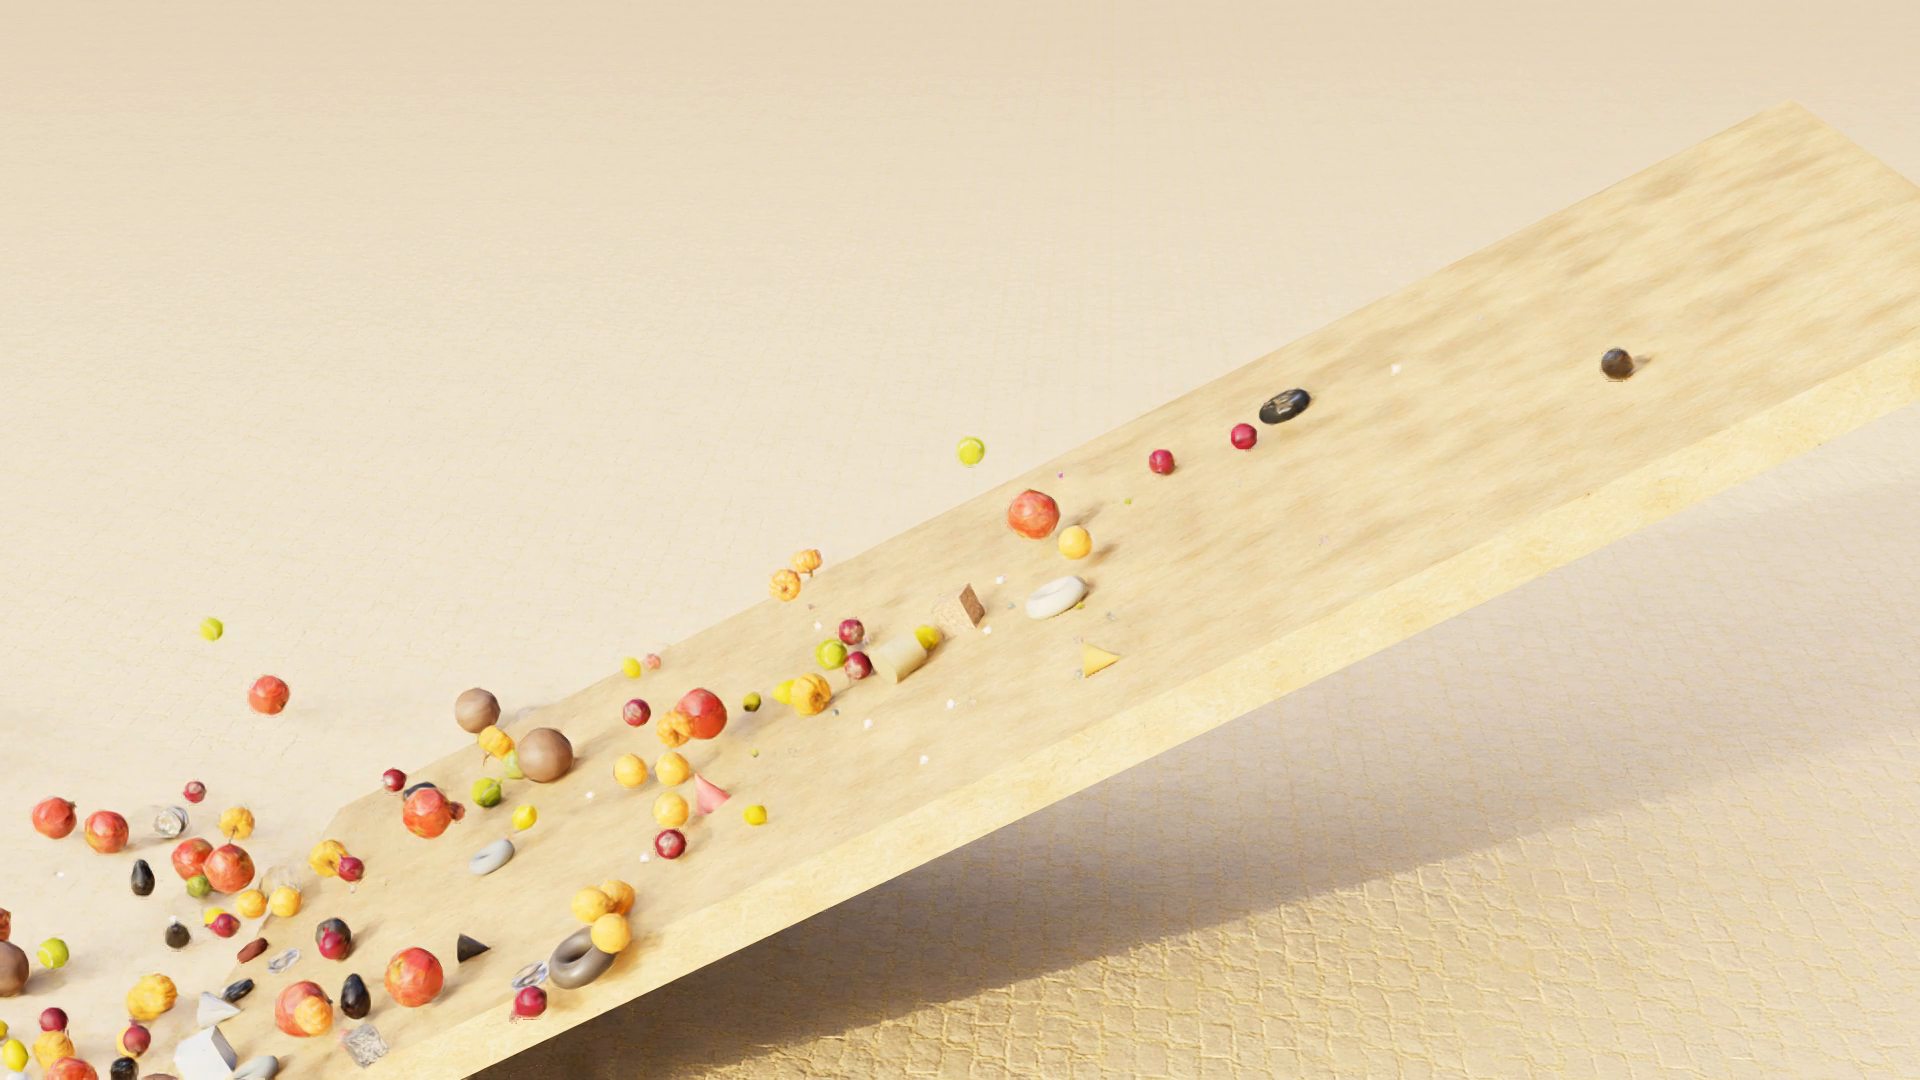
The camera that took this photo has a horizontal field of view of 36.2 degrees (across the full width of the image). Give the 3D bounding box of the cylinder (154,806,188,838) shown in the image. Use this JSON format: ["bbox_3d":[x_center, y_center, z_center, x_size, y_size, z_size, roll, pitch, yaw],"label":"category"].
[{"bbox_3d":[-2.043,0.730,7.619,0.070,0.070,0.070,1,8,2],"label":"cylinder"}]

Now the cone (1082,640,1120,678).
[{"bbox_3d":[0.269,0.223,5.551,0.072,0.072,0.072,-1,17,0],"label":"cone"}]

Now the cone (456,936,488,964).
[{"bbox_3d":[-0.964,0.812,5.856,0.061,0.061,0.061,-9,17,3],"label":"cone"}]

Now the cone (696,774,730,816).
[{"bbox_3d":[-0.520,0.507,5.981,0.077,0.077,0.077,-27,14,7],"label":"cone"}]

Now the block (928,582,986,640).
[{"bbox_3d":[-0.006,0.151,6.255,0.076,0.076,0.076,-22,15,26],"label":"block"}]

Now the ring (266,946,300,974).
[{"bbox_3d":[-1.491,0.925,6.478,0.082,0.027,0.082,-28,13,7],"label":"ring"}]

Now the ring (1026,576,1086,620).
[{"bbox_3d":[0.197,0.118,6.043,0.136,0.045,0.136,-26,13,6],"label":"ring"}]

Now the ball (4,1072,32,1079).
[{"bbox_3d":[-2.006,1.161,6.262,0.059,0.059,0.059,0,17,0],"label":"ball"}]

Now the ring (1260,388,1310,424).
[{"bbox_3d":[0.719,-0.295,6.518,0.122,0.041,0.122,-26,15,8],"label":"ring"}]

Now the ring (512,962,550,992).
[{"bbox_3d":[-0.806,0.820,5.524,0.078,0.026,0.078,-26,15,8],"label":"ring"}]

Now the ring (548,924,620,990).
[{"bbox_3d":[-0.697,0.772,5.448,0.148,0.049,0.148,-26,26,14],"label":"ring"}]

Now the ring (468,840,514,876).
[{"bbox_3d":[-1.016,0.690,6.379,0.109,0.036,0.109,-27,15,8],"label":"ring"}]

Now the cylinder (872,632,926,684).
[{"bbox_3d":[-0.127,0.246,6.137,0.082,0.082,0.082,-35,32,-24],"label":"cylinder"}]

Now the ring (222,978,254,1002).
[{"bbox_3d":[-1.582,0.987,6.439,0.077,0.026,0.077,-27,12,6],"label":"ring"}]

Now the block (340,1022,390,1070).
[{"bbox_3d":[-1.129,0.960,5.583,0.058,0.058,0.058,-35,15,-25],"label":"block"}]

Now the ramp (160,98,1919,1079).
[{"bbox_3d":[0.140,0.167,6.281,4.000,0.100,2.000,-26,14,10],"label":"ramp"}]

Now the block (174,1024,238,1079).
[{"bbox_3d":[-1.532,1.054,5.974,0.086,0.086,0.086,-29,14,0],"label":"block"}]

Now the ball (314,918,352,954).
[{"bbox_3d":[-1.356,0.856,6.361,0.076,0.076,0.076,0,17,0],"label":"ball"}]

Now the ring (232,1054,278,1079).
[{"bbox_3d":[-1.392,1.056,5.799,0.106,0.035,0.106,-30,15,9],"label":"ring"}]

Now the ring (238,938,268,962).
[{"bbox_3d":[-1.608,0.933,6.684,0.077,0.026,0.077,-30,11,6],"label":"ring"}]

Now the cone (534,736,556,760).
[{"bbox_3d":[-1.007,0.489,7.038,0.056,0.056,0.056,-27,14,7],"label":"cone"}]

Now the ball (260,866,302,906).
[{"bbox_3d":[-1.604,0.816,6.944,0.097,0.097,0.097,0,17,0],"label":"ball"}]
